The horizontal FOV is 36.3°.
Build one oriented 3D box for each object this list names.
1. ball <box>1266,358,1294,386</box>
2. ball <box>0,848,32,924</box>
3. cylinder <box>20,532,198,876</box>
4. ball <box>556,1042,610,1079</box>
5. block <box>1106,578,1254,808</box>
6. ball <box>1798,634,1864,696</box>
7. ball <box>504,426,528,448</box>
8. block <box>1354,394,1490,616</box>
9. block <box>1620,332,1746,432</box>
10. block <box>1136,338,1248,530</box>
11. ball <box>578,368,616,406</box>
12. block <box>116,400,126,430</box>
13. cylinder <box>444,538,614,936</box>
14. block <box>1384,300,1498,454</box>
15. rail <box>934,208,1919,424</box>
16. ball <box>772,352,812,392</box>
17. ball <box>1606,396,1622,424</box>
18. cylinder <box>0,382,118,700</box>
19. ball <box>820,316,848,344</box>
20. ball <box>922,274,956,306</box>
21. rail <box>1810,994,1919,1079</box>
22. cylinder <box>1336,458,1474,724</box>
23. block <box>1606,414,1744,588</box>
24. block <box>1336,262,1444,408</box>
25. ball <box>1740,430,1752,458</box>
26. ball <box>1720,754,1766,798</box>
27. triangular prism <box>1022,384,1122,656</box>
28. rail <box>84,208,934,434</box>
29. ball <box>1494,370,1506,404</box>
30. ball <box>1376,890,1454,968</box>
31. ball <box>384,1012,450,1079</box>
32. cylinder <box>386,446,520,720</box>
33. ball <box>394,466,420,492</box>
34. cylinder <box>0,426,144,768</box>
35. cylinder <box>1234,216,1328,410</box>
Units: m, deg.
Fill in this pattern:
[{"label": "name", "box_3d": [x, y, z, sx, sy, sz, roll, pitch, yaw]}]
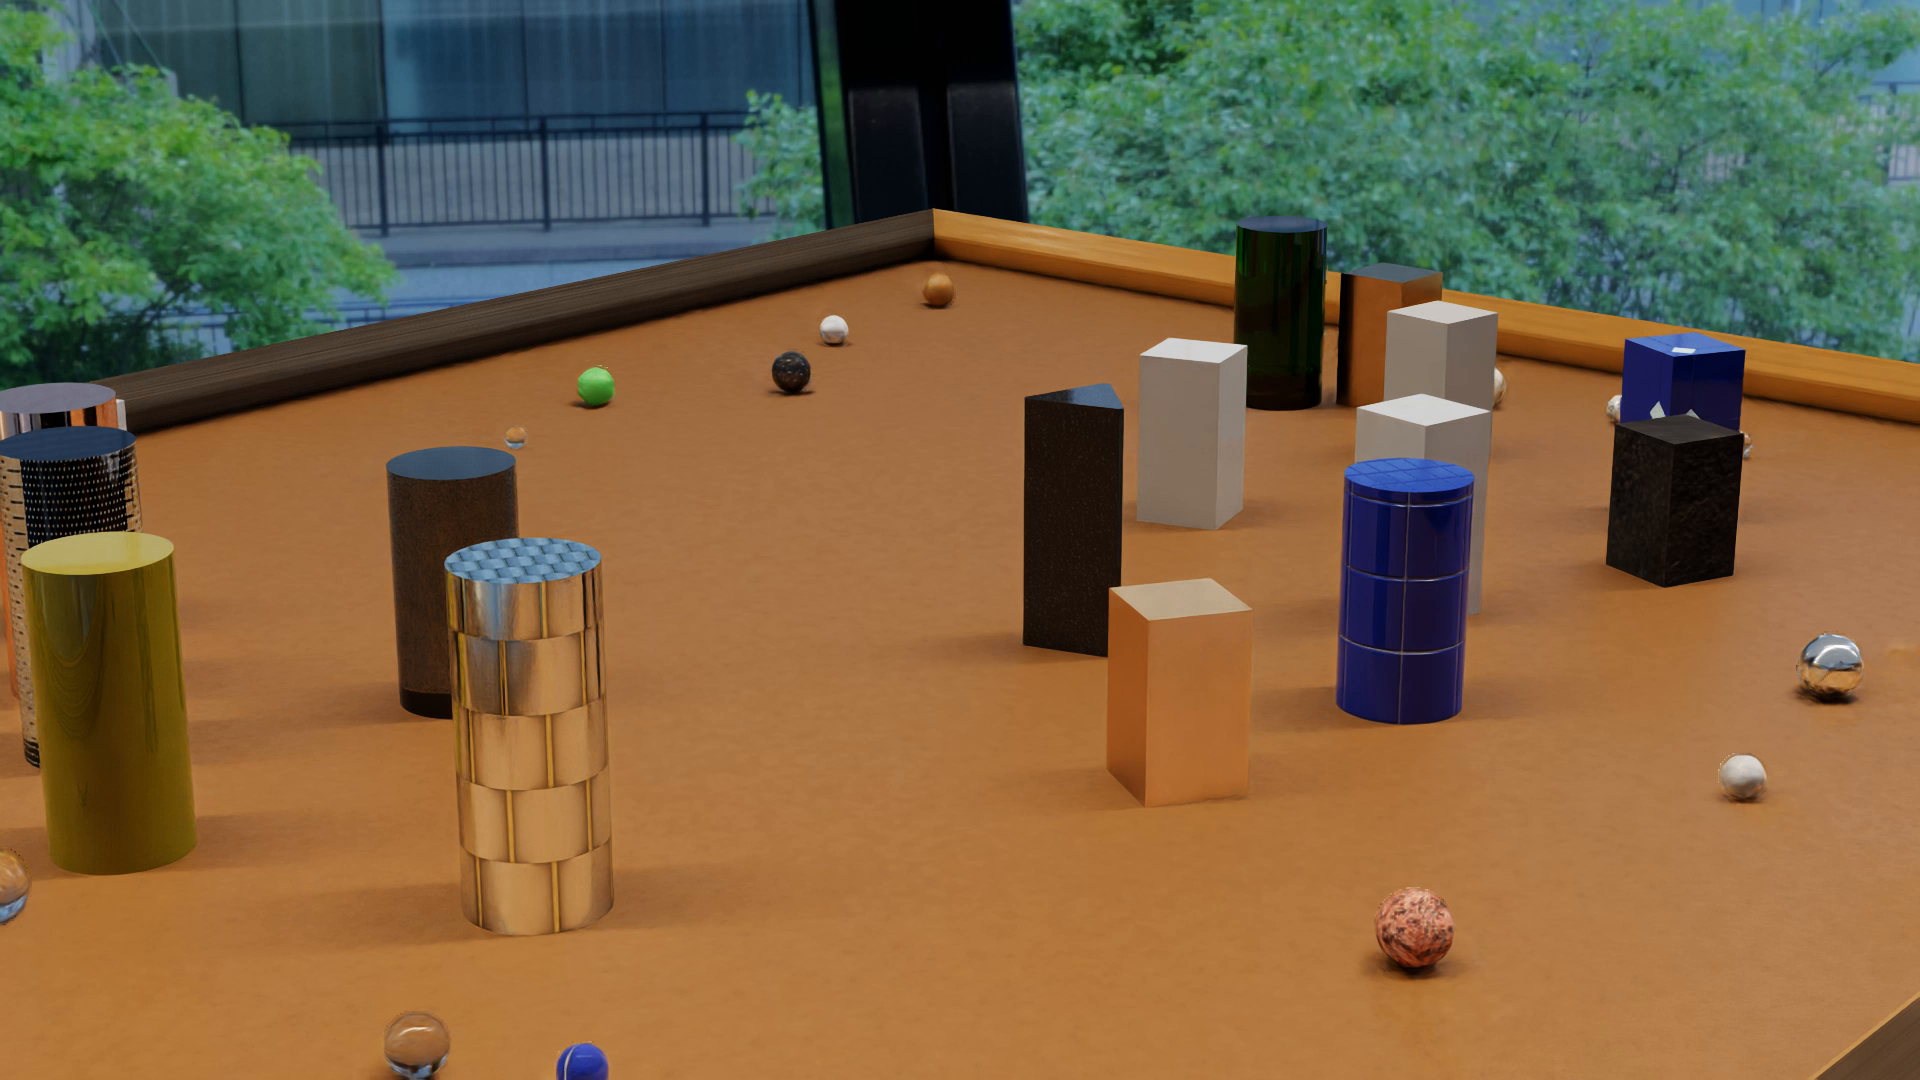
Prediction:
[{"label": "ball", "box_3d": [0.720, -0.378, 6.599, 0.062, 0.062, 0.062, 0, 17, 0]}, {"label": "ball", "box_3d": [-1.254, 0.448, 3.794, 0.099, 0.099, 0.099, 0, 17, 0]}, {"label": "cylinder", "box_3d": [-1.154, 0.220, 3.986, 0.198, 0.425, 0.198, 0, 17, 0]}, {"label": "ball", "box_3d": [-0.430, 0.604, 3.343, 0.061, 0.061, 0.061, 0, 17, 0]}, {"label": "block", "box_3d": [0.315, 0.219, 4.239, 0.158, 0.281, 0.158, -5, 18, -17]}, {"label": "ball", "box_3d": [1.375, 0.198, 4.626, 0.099, 0.099, 0.099, 0, 17, 0]}, {"label": "ball", "box_3d": [-0.920, -0.212, 6.076, 0.046, 0.046, 0.046, 0, 17, 0]}, {"label": "block", "box_3d": [0.783, -0.049, 4.998, 0.158, 0.357, 0.158, -13, 21, -36]}, {"label": "block", "box_3d": [1.363, -0.207, 5.560, 0.158, 0.336, 0.158, -6, 18, -20]}, {"label": "block", "box_3d": [0.441, -0.203, 5.566, 0.158, 0.323, 0.158, 7, 18, 23]}, {"label": "ball", "box_3d": [-0.797, -0.336, 6.426, 0.083, 0.083, 0.083, 0, 17, 0]}, {"label": "block", "box_3d": [-1.506, -0.042, 4.943, 0.158, 0.374, 0.158, 5, 17, 16]}, {"label": "cylinder", "box_3d": [-0.555, 0.253, 3.793, 0.198, 0.474, 0.198, 0, 17, 0]}, {"label": "block", "box_3d": [0.981, -0.321, 6.004, 0.158, 0.297, 0.158, -14, 22, -39]}, {"label": "rail", "box_3d": [1.456, -0.452, 6.726, 4.094, 0.129, 0.045, 14, 22, 39]}, {"label": "ball", "box_3d": [-0.376, -0.375, 6.540, 0.091, 0.091, 0.091, 0, 17, 0]}, {"label": "ball", "box_3d": [1.414, -0.279, 6.272, 0.062, 0.062, 0.062, 0, 17, 0]}, {"label": "cylinder", "box_3d": [-1.411, 0.006, 4.614, 0.198, 0.473, 0.198, 0, 17, 0]}, {"label": "ball", "box_3d": [-0.302, -0.501, 6.999, 0.068, 0.068, 0.068, 0, 17, 0]}, {"label": "ball", "box_3d": [-0.054, -0.631, 7.401, 0.084, 0.084, 0.084, 0, 17, 0]}, {"label": "rail", "box_3d": [1.528, 0.415, 3.850, 0.045, 0.129, 4.490, 14, 22, 39]}, {"label": "cylinder", "box_3d": [0.689, 0.078, 4.550, 0.198, 0.372, 0.198, 0, 17, 0]}, {"label": "block", "box_3d": [1.276, -0.072, 5.237, 0.158, 0.262, 0.158, -9, 19, -26]}, {"label": "block", "box_3d": [0.938, -0.441, 6.408, 0.158, 0.293, 0.158, 15, 22, 40]}, {"label": "ball", "box_3d": [1.589, -0.196, 5.999, 0.060, 0.060, 0.060, 0, 17, 0]}, {"label": "ball", "box_3d": [1.126, 0.340, 4.215, 0.063, 0.063, 0.063, 0, 17, 0]}, {"label": "triangular prism", "box_3d": [0.212, -0.038, 4.847, 0.171, 0.422, 0.148, 8, 18, 24]}, {"label": "rail", "box_3d": [-1.528, -0.350, 6.390, 0.045, 0.129, 4.490, 14, 22, 39]}, {"label": "ball", "box_3d": [1.146, -0.336, 6.407, 0.092, 0.092, 0.092, 0, 17, 0]}, {"label": "ball", "box_3d": [0.569, 0.487, 3.669, 0.097, 0.097, 0.097, 0, 17, 0]}, {"label": "ball", "box_3d": [-0.626, 0.584, 3.383, 0.076, 0.076, 0.076, 0, 17, 0]}, {"label": "cylinder", "box_3d": [-0.784, 0.065, 4.573, 0.198, 0.384, 0.198, 0, 17, 0]}, {"label": "ball", "box_3d": [-1.087, -0.119, 5.762, 0.049, 0.049, 0.049, 0, 17, 0]}, {"label": "cylinder", "box_3d": [-1.304, 0.086, 4.343, 0.198, 0.476, 0.198, 0, 17, 0]}, {"label": "cylinder", "box_3d": [0.699, -0.498, 6.424, 0.198, 0.393, 0.198, 0, 17, 0]}]
